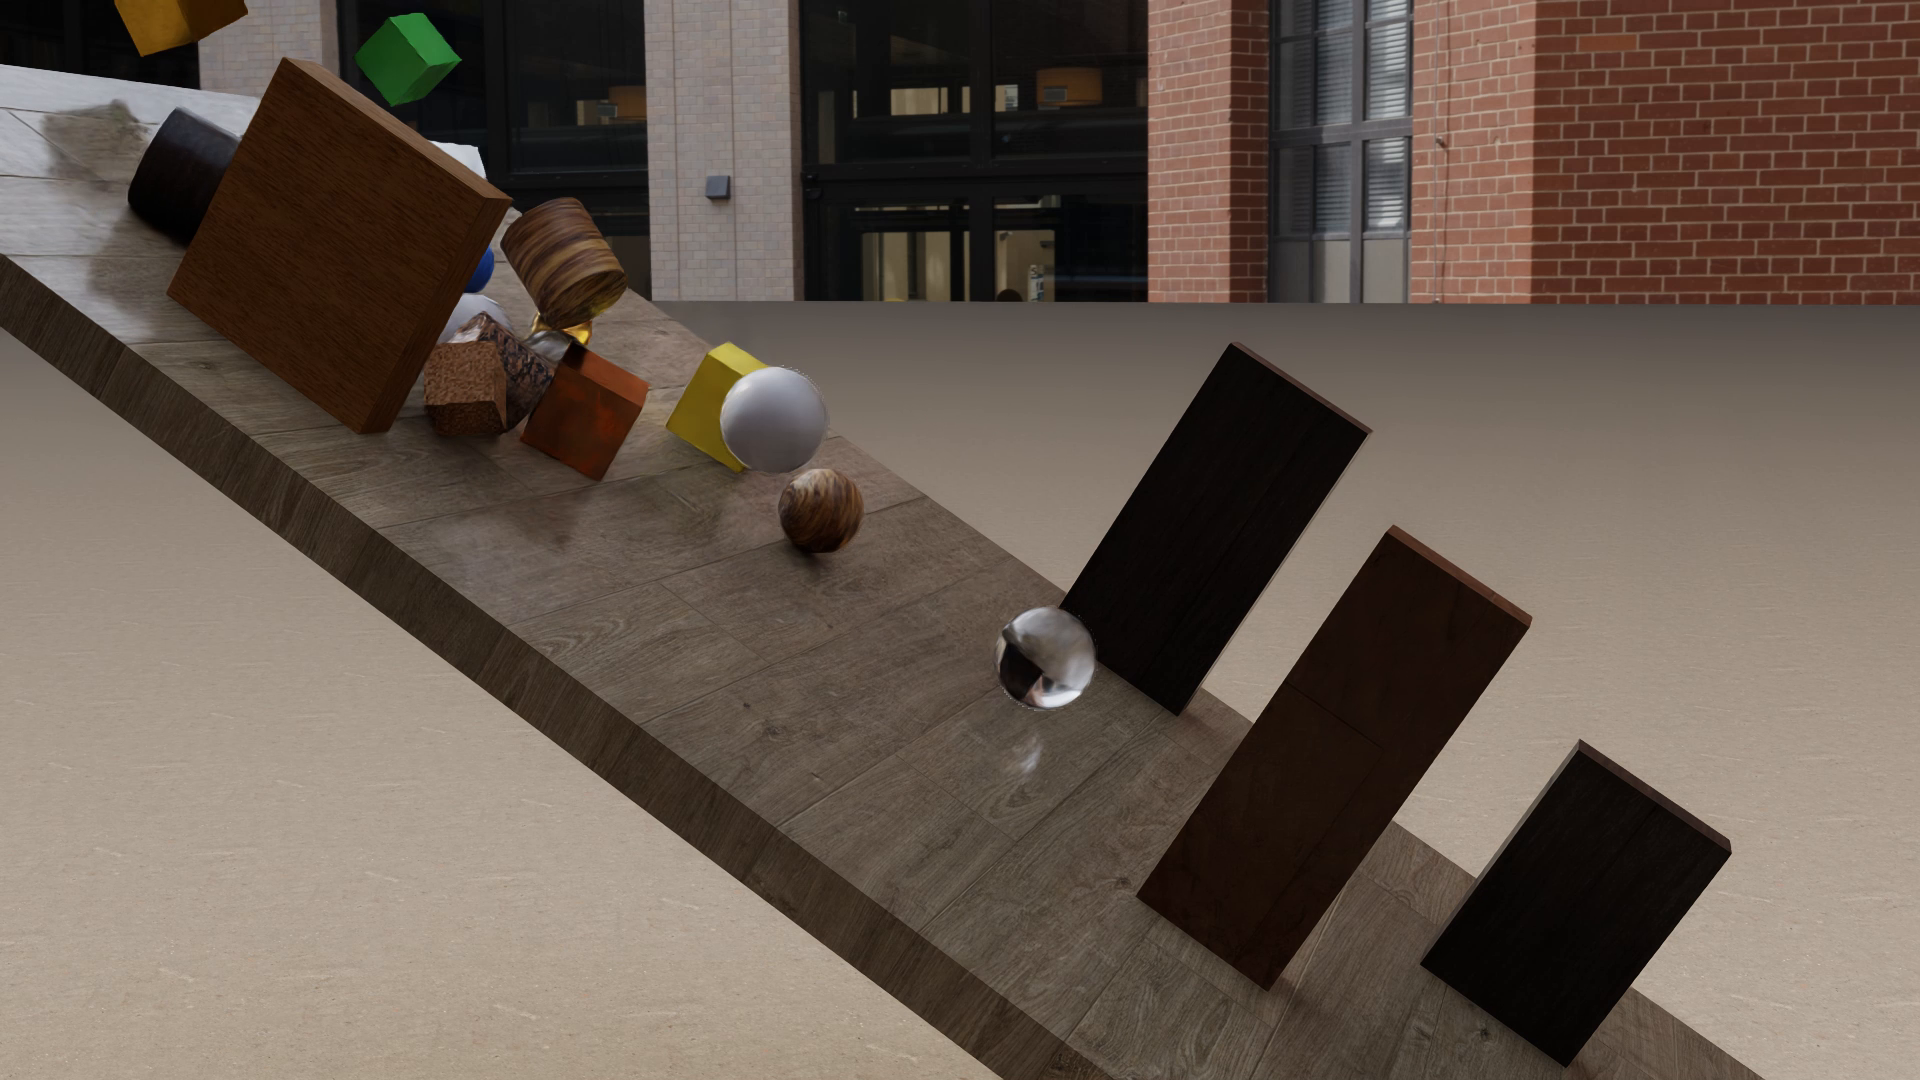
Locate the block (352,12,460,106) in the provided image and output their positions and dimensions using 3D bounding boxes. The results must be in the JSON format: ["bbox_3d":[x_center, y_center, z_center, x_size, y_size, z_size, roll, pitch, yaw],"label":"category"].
[{"bbox_3d":[-1.178,-1.024,4.682,0.131,0.131,0.131,-38,3,26],"label":"block"}]

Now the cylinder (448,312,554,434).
[{"bbox_3d":[-0.821,-0.293,3.856,0.153,0.153,0.153,41,-13,-26],"label":"cylinder"}]

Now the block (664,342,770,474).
[{"bbox_3d":[-0.465,-0.274,4.521,0.179,0.179,0.179,32,15,0],"label":"block"}]

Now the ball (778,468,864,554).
[{"bbox_3d":[-0.267,-0.056,4.248,0.166,0.166,0.166,0,7,0],"label":"ball"}]

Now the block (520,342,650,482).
[{"bbox_3d":[-0.680,-0.234,3.995,0.162,0.162,0.162,29,15,-12],"label":"block"}]

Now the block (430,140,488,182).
[{"bbox_3d":[-1.002,-0.639,4.167,0.171,0.171,0.171,3,36,-24],"label":"block"}]

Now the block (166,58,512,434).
[{"bbox_3d":[-1.008,-0.474,3.556,0.418,0.444,0.091,35,15,10],"label":"block"}]

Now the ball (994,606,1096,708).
[{"bbox_3d":[0.161,0.222,4.163,0.194,0.194,0.194,0,7,0],"label":"ball"}]

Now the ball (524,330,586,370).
[{"bbox_3d":[-0.764,-0.319,4.125,0.149,0.149,0.149,0,7,0],"label":"ball"}]

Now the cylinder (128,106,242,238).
[{"bbox_3d":[-1.333,-0.633,3.895,0.196,0.196,0.196,29,0,-13],"label":"cylinder"}]

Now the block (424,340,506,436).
[{"bbox_3d":[-0.830,-0.254,3.691,0.114,0.114,0.114,-4,-24,-3],"label":"block"}]

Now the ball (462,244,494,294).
[{"bbox_3d":[-1.007,-0.558,4.419,0.140,0.140,0.140,0,7,0],"label":"ball"}]

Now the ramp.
[{"bbox_3d":[-0.139,0.232,4.105,4.000,0.100,2.000,35,15,10],"label":"ramp"}]

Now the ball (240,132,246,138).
[{"bbox_3d":[-1.339,-0.714,4.232,0.150,0.150,0.150,0,7,0],"label":"ball"}]

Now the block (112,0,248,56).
[{"bbox_3d":[-1.611,-1.117,4.519,0.167,0.167,0.167,-4,29,31],"label":"block"}]

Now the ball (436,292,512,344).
[{"bbox_3d":[-0.897,-0.375,4.026,0.154,0.154,0.154,0,7,0],"label":"ball"}]

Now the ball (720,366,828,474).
[{"bbox_3d":[-0.330,-0.212,3.900,0.190,0.190,0.190,0,7,0],"label":"ball"}]

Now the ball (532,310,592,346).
[{"bbox_3d":[-0.804,-0.428,4.447,0.120,0.120,0.120,0,7,0],"label":"ball"}]

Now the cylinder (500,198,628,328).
[{"bbox_3d":[-0.744,-0.521,4.139,0.175,0.175,0.175,-31,-13,-8],"label":"cylinder"}]

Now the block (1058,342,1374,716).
[{"bbox_3d":[0.522,-0.022,4.639,0.339,0.720,0.096,35,15,10],"label":"block"}]

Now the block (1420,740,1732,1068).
[{"bbox_3d":[1.135,0.672,4.070,0.321,0.507,0.102,35,15,10],"label":"block"}]

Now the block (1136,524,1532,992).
[{"bbox_3d":[0.600,0.356,3.564,0.263,0.735,0.109,35,15,10],"label":"block"}]
